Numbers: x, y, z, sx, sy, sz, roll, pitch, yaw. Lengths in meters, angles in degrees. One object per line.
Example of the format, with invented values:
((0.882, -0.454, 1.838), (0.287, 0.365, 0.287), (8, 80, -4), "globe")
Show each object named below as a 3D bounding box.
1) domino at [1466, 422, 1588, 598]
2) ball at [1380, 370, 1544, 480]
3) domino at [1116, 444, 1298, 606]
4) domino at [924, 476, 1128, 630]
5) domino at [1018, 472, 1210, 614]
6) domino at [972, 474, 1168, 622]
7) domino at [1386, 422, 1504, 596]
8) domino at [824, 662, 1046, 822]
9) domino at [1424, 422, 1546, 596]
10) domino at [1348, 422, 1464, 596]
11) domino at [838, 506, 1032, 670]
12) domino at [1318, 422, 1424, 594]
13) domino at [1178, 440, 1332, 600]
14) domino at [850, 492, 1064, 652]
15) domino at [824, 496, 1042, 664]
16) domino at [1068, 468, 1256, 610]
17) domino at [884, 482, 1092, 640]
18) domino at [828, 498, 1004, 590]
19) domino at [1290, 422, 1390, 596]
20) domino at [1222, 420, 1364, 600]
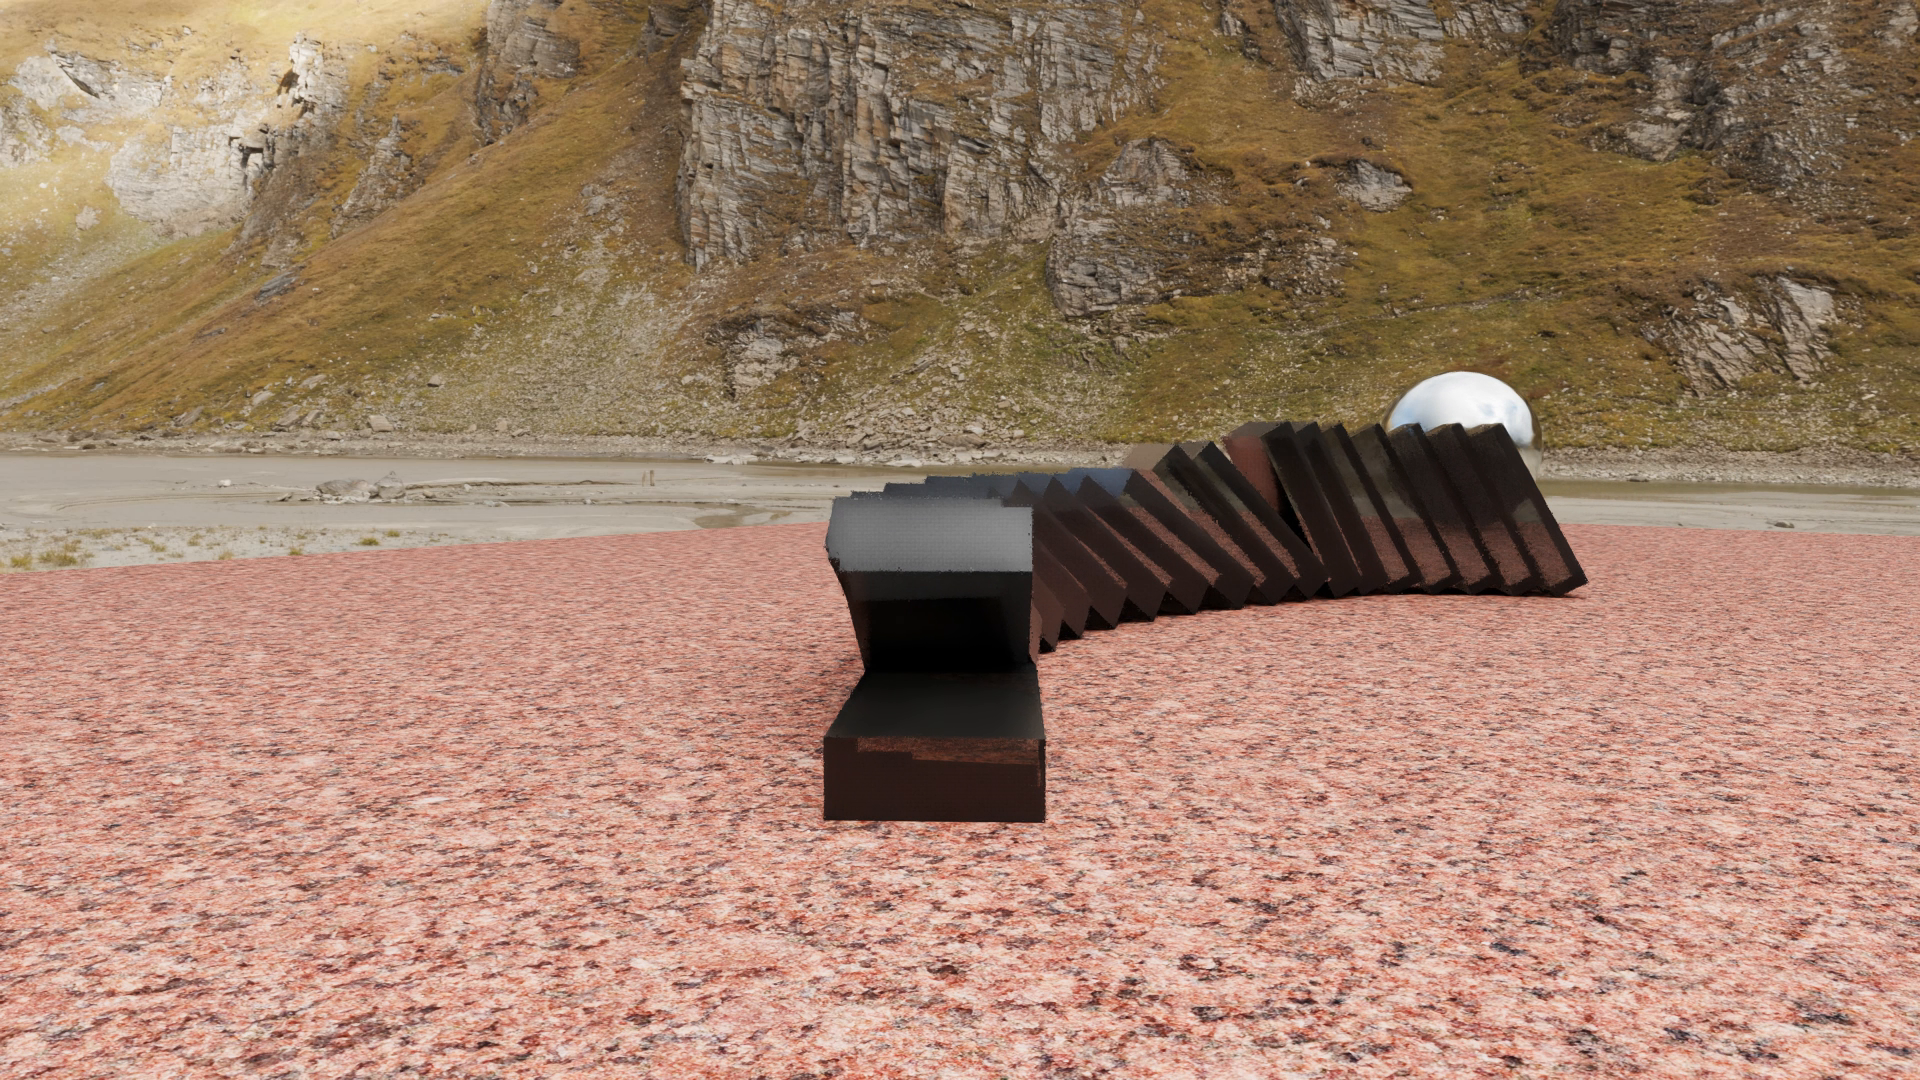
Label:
((0.159, -0.009, 0.366), (0.010, 0.050, 0.025), (-28, -1, 11), "domino")
((0.257, -0.047, 0.661), (0.080, 0.080, 0.080), (0, 4, 0), "ball")
((0.066, -0.005, 0.344), (0.010, 0.050, 0.025), (-45, 13, -7), "domino")
((0.014, 0.003, 0.287), (0.025, 0.009, 0.050), (4, -28, 40), "domino")
((0.037, 0.001, 0.318), (0.050, 0.010, 0.025), (37, -18, -32), "domino")
((0.025, 0.002, 0.303), (0.025, 0.009, 0.050), (4, -27, 46), "domino")
((0.138, -0.010, 0.372), (0.009, 0.050, 0.025), (-28, -1, 11), "domino")
((-0.002, 0.025, 0.169), (0.025, 0.010, 0.050), (0, 4, 2), "domino")
((0.149, -0.009, 0.369), (0.009, 0.050, 0.025), (-28, -1, 11), "domino")
((0.128, -0.010, 0.373), (0.010, 0.050, 0.025), (-28, -1, 11), "domino")
((-0.002, 0.011, 0.190), (0.025, 0.009, 0.050), (0, -27, 2), "domino")
((0.116, -0.010, 0.373), (0.009, 0.050, 0.025), (-28, 1, 6), "domino")
((0.077, -0.006, 0.352), (0.009, 0.050, 0.025), (-45, 10, -7), "domino")
((0.000, 0.007, 0.251), (0.025, 0.010, 0.050), (2, -26, 27), "domino")
((-0.003, 0.008, 0.230), (0.025, 0.010, 0.050), (1, -26, 18), "domino")
((0.050, 0.000, 0.329), (0.050, 0.009, 0.025), (38, -16, -28), "domino")
((0.006, 0.005, 0.270), (0.025, 0.010, 0.050), (3, -27, 33), "domino")
((-0.003, 0.010, 0.209), (0.025, 0.010, 0.050), (-1, -27, 8), "domino")
((0.102, -0.009, 0.367), (0.009, 0.050, 0.025), (-29, 9, -7), "domino")
((0.093, -0.009, 0.359), (0.009, 0.050, 0.025), (-29, 10, -9), "domino")
